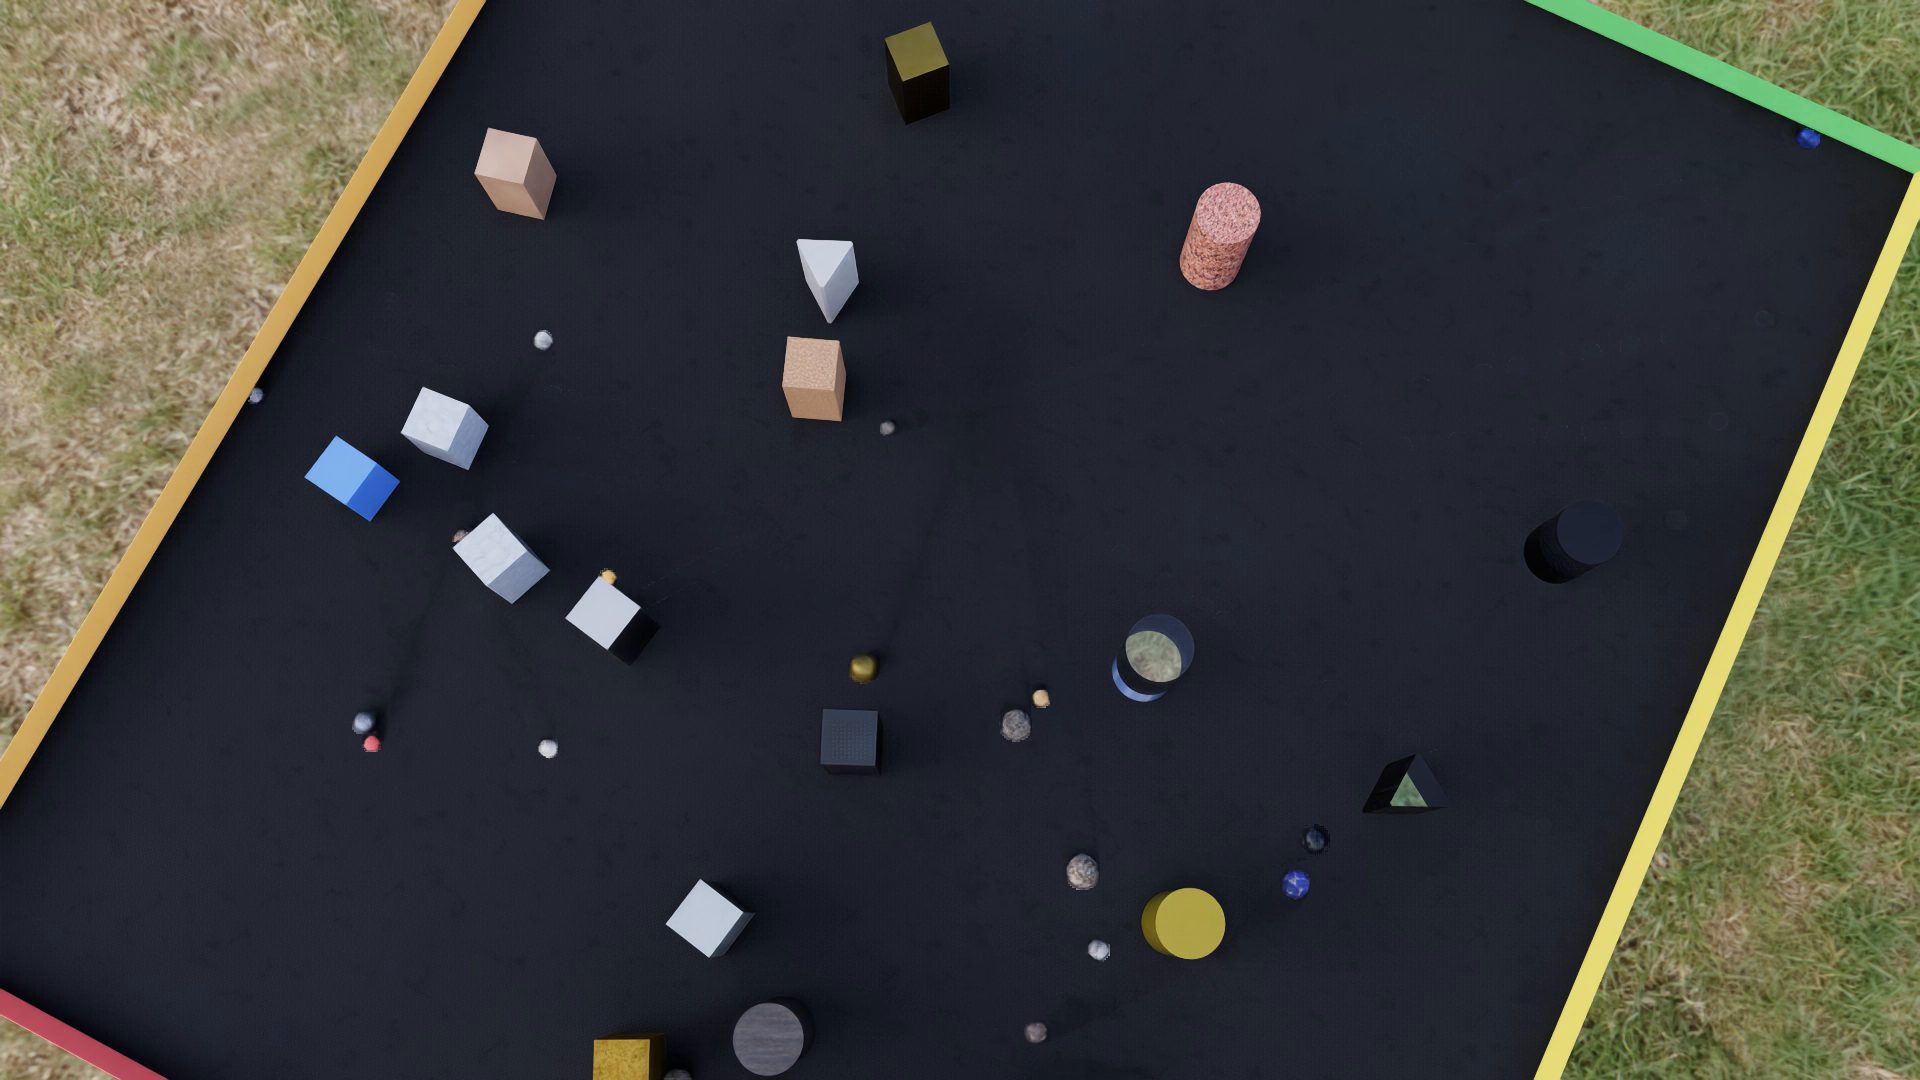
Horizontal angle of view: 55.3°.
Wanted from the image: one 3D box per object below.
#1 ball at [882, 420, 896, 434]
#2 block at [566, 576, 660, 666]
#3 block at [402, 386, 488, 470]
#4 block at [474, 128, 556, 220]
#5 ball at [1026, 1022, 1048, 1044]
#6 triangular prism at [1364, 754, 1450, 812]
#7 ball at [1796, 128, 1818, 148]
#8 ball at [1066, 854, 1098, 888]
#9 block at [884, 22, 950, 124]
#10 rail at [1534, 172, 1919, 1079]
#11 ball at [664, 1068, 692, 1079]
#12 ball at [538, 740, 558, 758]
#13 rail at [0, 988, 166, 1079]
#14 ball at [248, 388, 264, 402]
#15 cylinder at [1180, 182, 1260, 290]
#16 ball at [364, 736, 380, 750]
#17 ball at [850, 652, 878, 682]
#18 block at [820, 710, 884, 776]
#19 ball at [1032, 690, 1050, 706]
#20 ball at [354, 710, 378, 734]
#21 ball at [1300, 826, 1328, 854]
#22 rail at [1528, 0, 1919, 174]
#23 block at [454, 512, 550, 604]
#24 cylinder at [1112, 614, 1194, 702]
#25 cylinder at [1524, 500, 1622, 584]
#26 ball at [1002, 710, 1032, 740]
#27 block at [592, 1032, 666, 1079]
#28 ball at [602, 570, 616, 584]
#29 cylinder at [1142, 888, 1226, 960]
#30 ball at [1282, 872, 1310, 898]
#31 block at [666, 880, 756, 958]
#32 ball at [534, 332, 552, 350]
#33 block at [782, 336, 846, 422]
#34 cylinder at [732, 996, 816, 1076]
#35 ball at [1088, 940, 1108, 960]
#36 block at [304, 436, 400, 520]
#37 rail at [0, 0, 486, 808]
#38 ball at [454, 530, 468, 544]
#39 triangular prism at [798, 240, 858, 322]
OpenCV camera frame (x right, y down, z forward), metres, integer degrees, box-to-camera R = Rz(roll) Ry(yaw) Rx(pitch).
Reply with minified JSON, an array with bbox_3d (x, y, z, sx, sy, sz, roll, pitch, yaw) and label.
[{"bbox_3d":[-0.220,-0.348,5.667,0.042,0.042,0.042,0,78,0],"label":"ball"},{"bbox_3d":[-1.014,0.243,5.383,0.153,0.358,0.153,36,81,7],"label":"block"},{"bbox_3d":[-1.562,-0.337,5.567,0.153,0.234,0.153,21,79,4],"label":"block"},{"bbox_3d":[-1.380,-1.137,5.705,0.153,0.288,0.153,13,79,3],"label":"block"},{"bbox_3d":[0.223,1.422,5.292,0.060,0.060,0.060,0,78,0],"label":"ball"},{"bbox_3d":[1.280,0.703,5.283,0.165,0.368,0.143,0,78,0],"label":"triangular prism"},{"bbox_3d":[2.705,-1.283,5.850,0.063,0.063,0.063,0,78,0],"label":"ball"},{"bbox_3d":[0.359,0.970,5.367,0.095,0.095,0.095,0,78,0],"label":"ball"},{"bbox_3d":[-0.132,-1.463,5.759,0.153,0.314,0.153,-21,79,-4],"label":"block"},{"bbox_3d":[1.958,0.965,5.352,0.045,0.124,4.918,26,80,5],"label":"rail"},{"bbox_3d":[-0.810,1.556,5.252,0.084,0.084,0.084,0,78,0],"label":"ball"},{"bbox_3d":[-1.228,0.620,5.461,0.053,0.053,0.053,0,78,0],"label":"ball"},{"bbox_3d":[-1.089,2.140,5.110,4.426,0.124,0.045,26,80,5],"label":"rail"},{"bbox_3d":[-2.185,-0.450,5.687,0.044,0.044,0.044,0,78,0],"label":"ball"},{"bbox_3d":[0.790,-0.922,5.599,0.191,0.408,0.191,0,78,0],"label":"cylinder"},{"bbox_3d":[-1.755,0.606,5.468,0.045,0.045,0.045,0,78,0],"label":"ball"},{"bbox_3d":[-0.288,0.380,5.494,0.086,0.086,0.086,0,78,0],"label":"ball"},{"bbox_3d":[-0.310,0.589,5.302,0.153,0.377,0.153,2,78,0],"label":"block"},{"bbox_3d":[0.243,0.472,5.493,0.050,0.050,0.050,0,78,0],"label":"ball"},{"bbox_3d":[-1.772,0.541,5.469,0.070,0.070,0.070,0,78,0],"label":"ball"},{"bbox_3d":[1.042,0.884,5.392,0.081,0.081,0.081,0,78,0],"label":"ball"},{"bbox_3d":[1.089,-2.127,5.992,4.426,0.124,0.045,26,80,5],"label":"rail"},{"bbox_3d":[-1.359,0.058,5.448,0.153,0.307,0.153,-42,81,-8],"label":"block"},{"bbox_3d":[0.554,0.346,5.306,0.191,0.467,0.191,0,78,0],"label":"cylinder"},{"bbox_3d":[1.820,0.009,5.452,0.191,0.319,0.191,0,78,0],"label":"cylinder"},{"bbox_3d":[0.168,0.549,5.458,0.089,0.089,0.089,0,78,0],"label":"ball"},{"bbox_3d":[-0.928,1.477,5.162,0.153,0.292,0.153,-1,78,0],"label":"block"},{"bbox_3d":[-1.069,0.115,5.570,0.044,0.044,0.044,0,78,0],"label":"ball"},{"bbox_3d":[0.628,1.085,5.189,0.191,0.398,0.191,0,78,0],"label":"cylinder"},{"bbox_3d":[0.982,1.011,5.367,0.080,0.080,0.080,0,78,0],"label":"ball"},{"bbox_3d":[-0.708,1.080,5.231,0.153,0.317,0.153,36,81,7],"label":"block"},{"bbox_3d":[-1.302,-0.621,5.717,0.055,0.055,0.055,0,78,0],"label":"ball"},{"bbox_3d":[-0.438,-0.484,5.544,0.153,0.337,0.153,5,78,1],"label":"block"},{"bbox_3d":[-0.516,1.384,5.127,0.191,0.397,0.191,0,78,0],"label":"cylinder"},{"bbox_3d":[0.402,1.193,5.340,0.058,0.058,0.058,0,78,0],"label":"ball"},{"bbox_3d":[-1.833,-0.183,5.537,0.153,0.230,0.153,33,80,6],"label":"block"},{"bbox_3d":[-1.958,-0.952,5.749,0.045,0.124,4.918,26,80,5],"label":"rail"},{"bbox_3d":[-1.520,-0.007,5.594,0.046,0.046,0.046,0,78,0],"label":"ball"},{"bbox_3d":[-0.425,-0.821,5.615,0.143,0.336,0.165,32,80,6],"label":"triangular prism"}]
